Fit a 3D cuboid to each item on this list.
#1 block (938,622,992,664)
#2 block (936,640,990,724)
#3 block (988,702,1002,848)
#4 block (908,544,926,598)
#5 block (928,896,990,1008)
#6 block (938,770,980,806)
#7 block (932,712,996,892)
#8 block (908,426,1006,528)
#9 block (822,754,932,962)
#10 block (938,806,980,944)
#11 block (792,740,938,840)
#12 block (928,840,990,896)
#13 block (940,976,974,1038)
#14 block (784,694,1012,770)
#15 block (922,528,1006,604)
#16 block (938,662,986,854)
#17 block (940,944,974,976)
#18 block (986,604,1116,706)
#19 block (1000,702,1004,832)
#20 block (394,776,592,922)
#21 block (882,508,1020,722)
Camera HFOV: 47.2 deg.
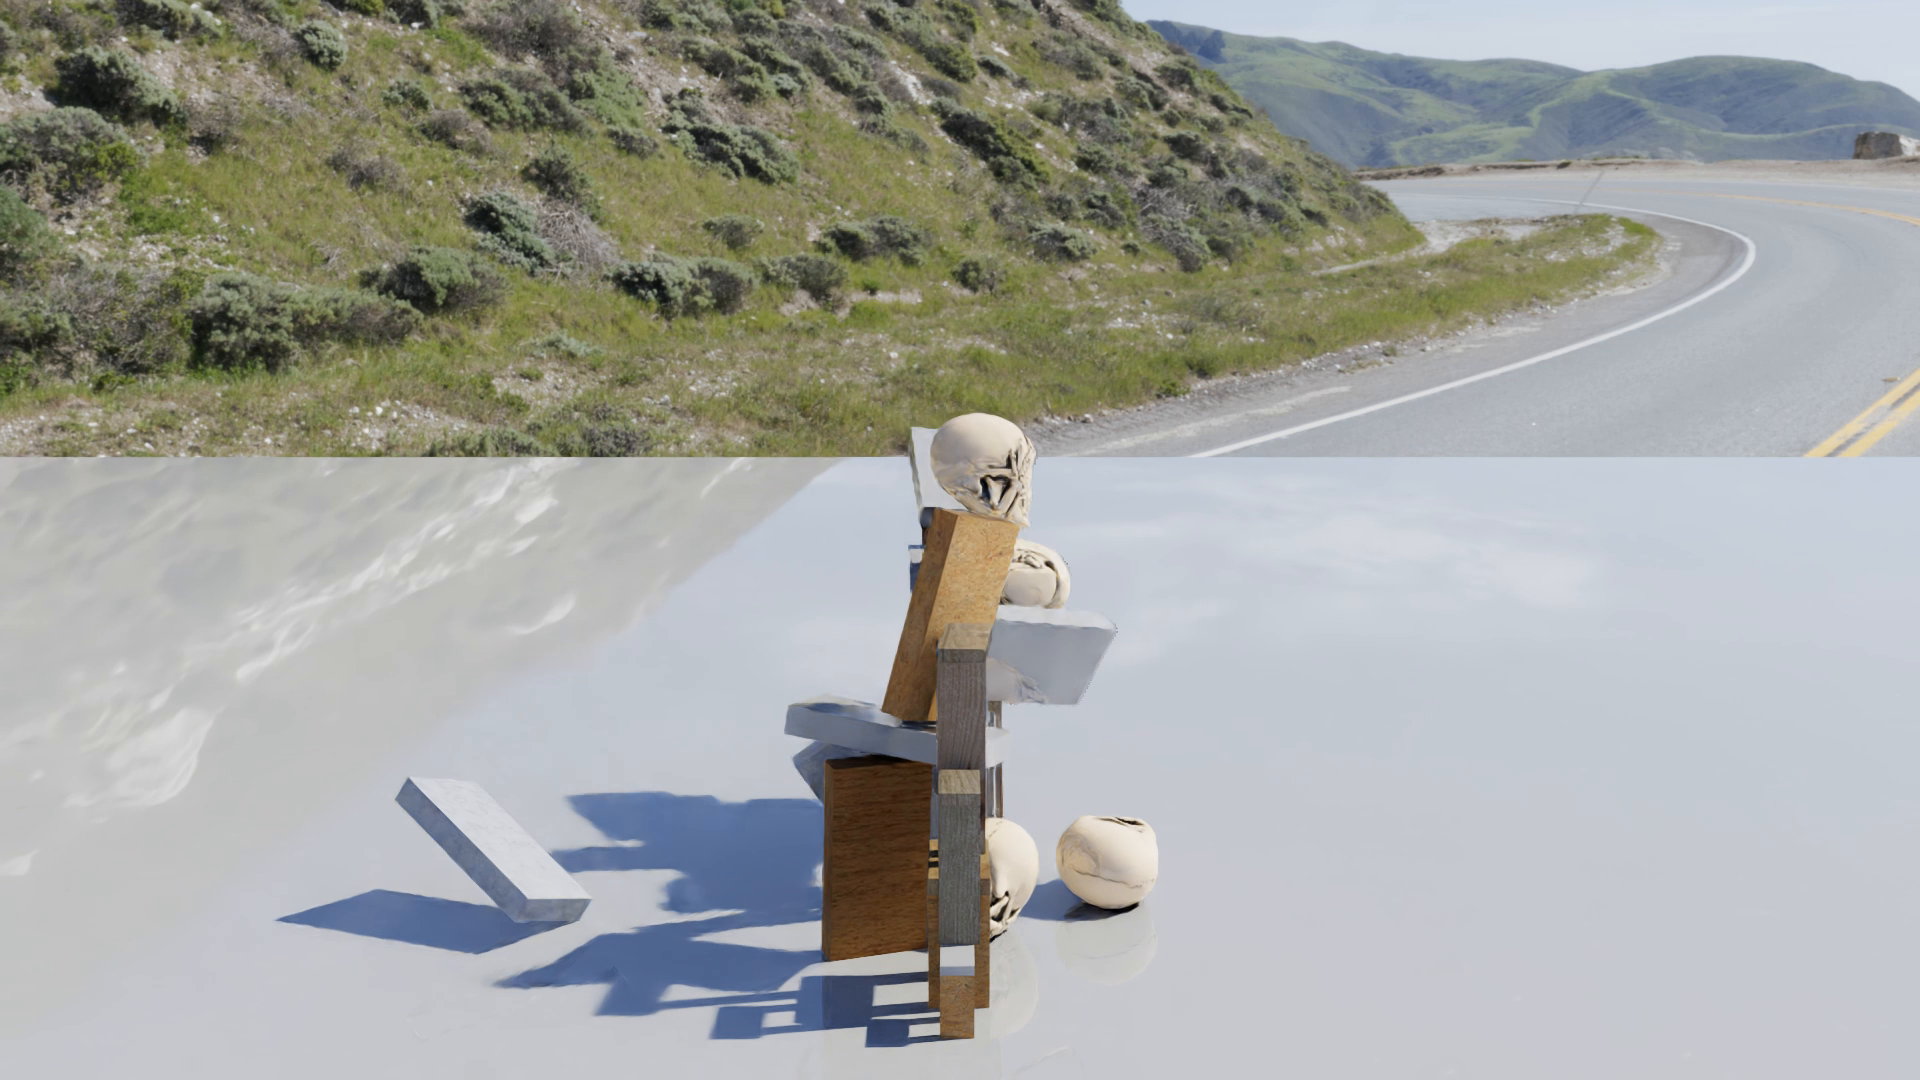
[{"bbox_3d":[0.008,0.150,3.237,0.070,0.020,0.140,1,14,5],"label":"block"},{"bbox_3d":[0.004,0.214,3.315,0.070,0.140,0.020,-12,8,-39],"label":"block"},{"bbox_3d":[-0.004,0.397,3.880,0.150,0.300,0.042,-1,15,-4],"label":"block"},{"bbox_3d":[-0.010,0.114,3.856,0.152,0.043,0.308,0,35,-3],"label":"block"},{"bbox_3d":[-0.001,0.589,3.187,0.089,0.177,0.025,0,11,0],"label":"block"},{"bbox_3d":[-0.001,0.353,3.143,0.059,0.017,0.118,0,11,0],"label":"block"},{"bbox_3d":[-0.017,0.435,3.680,0.150,0.300,0.042,1,11,7],"label":"block"},{"bbox_3d":[-0.009,-0.114,4.098,0.152,0.043,0.303,4,30,-9],"label":"block"},{"bbox_3d":[-0.128,0.484,3.374,0.157,0.313,0.044,-4,16,-21],"label":"block"},{"bbox_3d":[-0.001,0.472,3.125,0.059,0.210,0.017,0,11,0],"label":"block"},{"bbox_3d":[-0.119,0.433,3.554,0.157,0.313,0.044,-34,20,-2],"label":"block"},{"bbox_3d":[-0.001,0.479,3.226,0.089,0.025,0.177,0,11,0],"label":"block"},{"bbox_3d":[-0.004,0.650,3.081,0.048,0.096,0.014,0,11,0],"label":"block"},{"bbox_3d":[-0.094,0.295,3.373,0.313,0.044,0.157,10,5,17],"label":"block"},{"bbox_3d":[0.006,0.064,4.006,0.152,0.043,0.303,2,45,-1],"label":"block"},{"bbox_3d":[0.003,0.316,3.224,0.070,0.296,0.020,0,11,0],"label":"block"},{"bbox_3d":[-0.004,0.590,3.103,0.048,0.014,0.096,0,10,0],"label":"block"},{"bbox_3d":[0.088,0.186,3.577,0.319,0.160,0.045,6,31,-37],"label":"block"},{"bbox_3d":[0.001,0.377,3.980,0.152,0.304,0.043,0,13,0],"label":"block"},{"bbox_3d":[-0.753,0.498,3.546,0.320,0.045,0.160,38,11,28],"label":"block"},{"bbox_3d":[-0.013,0.117,3.358,0.045,0.320,0.160,19,7,37],"label":"block"}]
